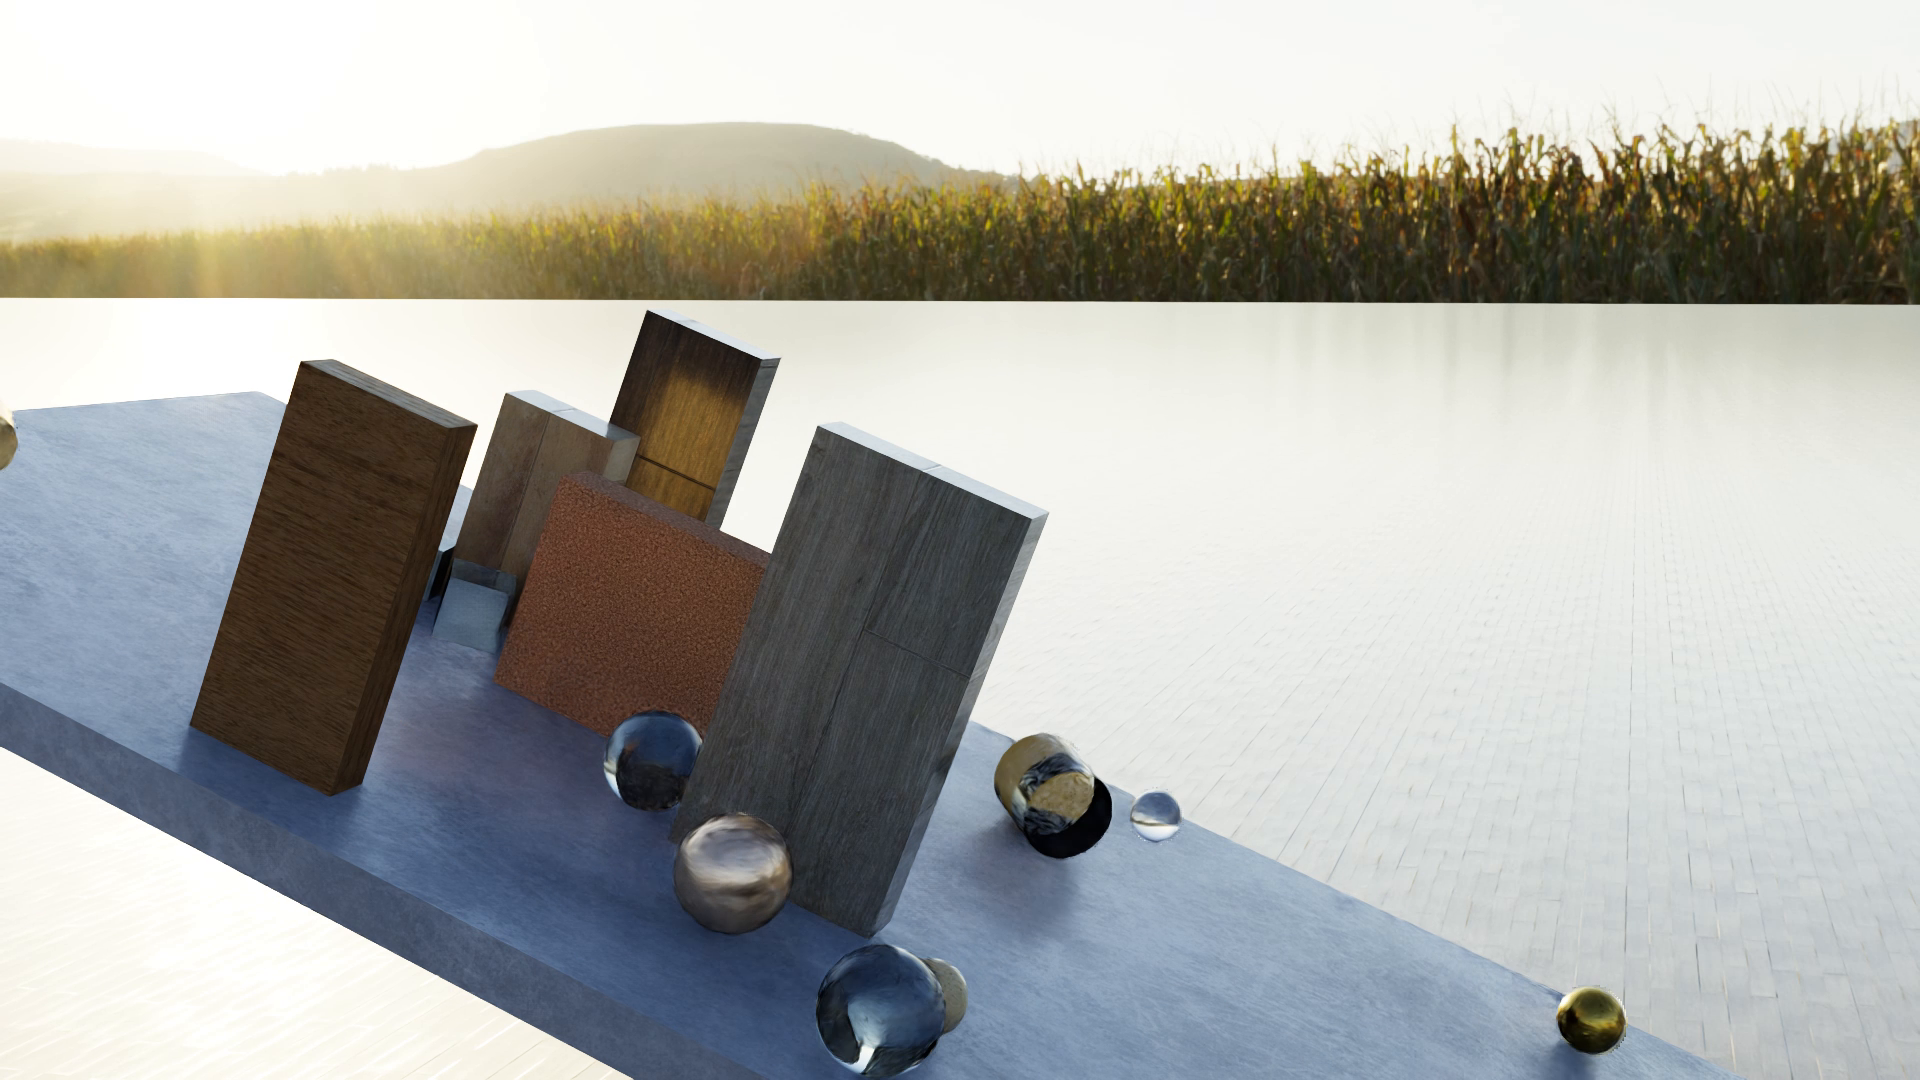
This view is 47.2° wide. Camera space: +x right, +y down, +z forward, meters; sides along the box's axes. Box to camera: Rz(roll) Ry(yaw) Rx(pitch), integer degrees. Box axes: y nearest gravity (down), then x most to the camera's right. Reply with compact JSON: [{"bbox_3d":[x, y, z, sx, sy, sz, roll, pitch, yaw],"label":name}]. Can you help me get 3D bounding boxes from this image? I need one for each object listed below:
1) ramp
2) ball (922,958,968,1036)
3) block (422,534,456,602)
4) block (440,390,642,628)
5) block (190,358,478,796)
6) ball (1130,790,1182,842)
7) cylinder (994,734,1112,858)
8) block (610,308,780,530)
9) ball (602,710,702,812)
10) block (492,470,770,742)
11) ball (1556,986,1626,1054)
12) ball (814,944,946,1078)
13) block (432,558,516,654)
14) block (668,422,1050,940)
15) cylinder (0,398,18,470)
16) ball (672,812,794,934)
[{"bbox_3d":[-0.316,0.566,4.200,4.000,0.100,2.000,24,13,13],"label":"ramp"},{"bbox_3d":[-0.049,0.720,3.462,0.124,0.124,0.124,0,7,0],"label":"ball"},{"bbox_3d":[-1.128,0.045,4.599,0.112,0.112,0.112,22,13,4],"label":"block"},{"bbox_3d":[-0.878,-0.050,4.597,0.262,0.459,0.126,24,13,13],"label":"block"},{"bbox_3d":[-1.006,0.060,3.521,0.277,0.638,0.094,24,13,13],"label":"block"},{"bbox_3d":[0.424,0.597,4.763,0.113,0.113,0.113,0,7,0],"label":"ball"},{"bbox_3d":[0.190,0.523,4.514,0.192,0.192,0.192,-2,20,-17],"label":"cylinder"},{"bbox_3d":[-0.665,-0.170,5.015,0.297,0.645,0.115,24,13,13],"label":"block"},{"bbox_3d":[-0.539,0.390,3.884,0.181,0.181,0.181,0,7,0],"label":"ball"},{"bbox_3d":[-0.613,0.157,4.210,0.449,0.434,0.114,24,13,13],"label":"block"},{"bbox_3d":[1.287,0.980,4.488,0.135,0.135,0.135,0,7,0],"label":"ball"},{"bbox_3d":[-0.118,0.701,3.270,0.195,0.195,0.195,0,7,0],"label":"ball"},{"bbox_3d":[-0.978,0.132,4.430,0.130,0.130,0.130,18,13,-14],"label":"block"},{"bbox_3d":[-0.180,0.239,3.756,0.399,0.784,0.114,24,13,13],"label":"block"},{"bbox_3d":[-1.936,-0.213,4.330,0.138,0.138,0.138,-3,23,-27],"label":"cylinder"},{"bbox_3d":[-0.366,0.539,3.554,0.195,0.195,0.195,0,7,0],"label":"ball"}]
